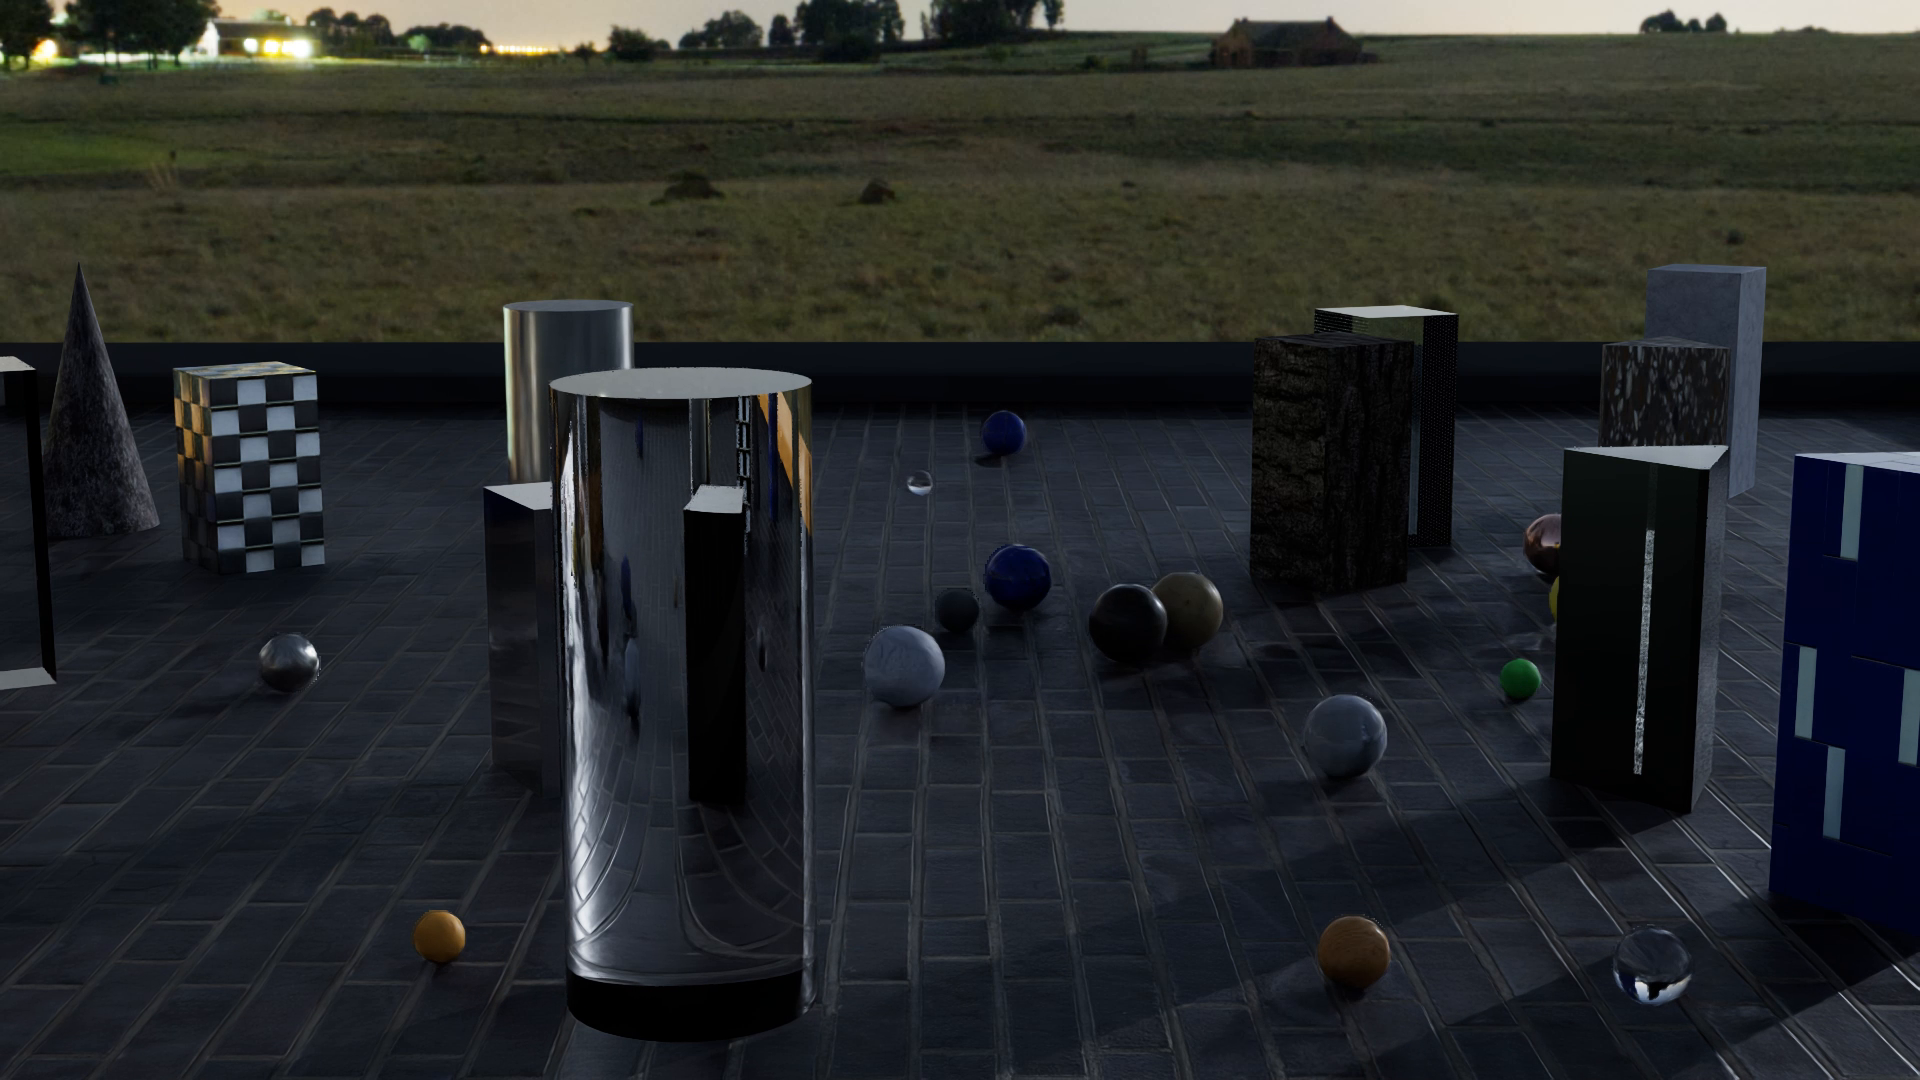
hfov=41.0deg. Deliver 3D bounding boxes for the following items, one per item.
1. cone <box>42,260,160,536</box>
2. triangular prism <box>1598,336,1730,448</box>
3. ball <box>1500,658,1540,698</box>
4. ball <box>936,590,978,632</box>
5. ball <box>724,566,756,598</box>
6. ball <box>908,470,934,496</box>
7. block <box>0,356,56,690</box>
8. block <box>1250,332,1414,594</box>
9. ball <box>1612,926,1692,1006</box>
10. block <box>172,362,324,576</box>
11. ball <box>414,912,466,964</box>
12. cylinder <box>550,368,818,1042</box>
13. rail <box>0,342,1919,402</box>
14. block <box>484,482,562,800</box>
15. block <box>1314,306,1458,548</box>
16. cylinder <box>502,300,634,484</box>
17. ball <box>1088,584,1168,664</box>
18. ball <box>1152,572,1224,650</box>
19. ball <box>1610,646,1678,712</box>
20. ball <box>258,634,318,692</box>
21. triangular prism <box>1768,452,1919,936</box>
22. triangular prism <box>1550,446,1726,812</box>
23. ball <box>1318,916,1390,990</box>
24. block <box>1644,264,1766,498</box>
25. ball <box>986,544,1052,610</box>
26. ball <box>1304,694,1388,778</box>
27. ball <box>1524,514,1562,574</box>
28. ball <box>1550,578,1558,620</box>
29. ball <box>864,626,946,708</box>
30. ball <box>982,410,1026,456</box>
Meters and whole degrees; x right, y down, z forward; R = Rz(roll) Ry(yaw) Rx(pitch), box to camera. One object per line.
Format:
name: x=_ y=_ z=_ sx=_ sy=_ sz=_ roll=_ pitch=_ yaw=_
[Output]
cone: x=-1.386 y=-0.232 z=4.073 sx=0.198 sy=0.425 sz=0.198 roll=0 pitch=10 yaw=0
triangular prism: x=1.017 y=-0.121 z=3.721 sx=0.172 sy=0.335 sz=0.149 roll=3 pitch=11 yaw=16
ball: x=0.652 y=0.162 z=2.986 sx=0.046 sy=0.046 sz=0.046 roll=0 pitch=10 yaw=0
ball: x=-0.003 y=0.092 z=3.336 sx=0.055 sy=0.055 sz=0.055 roll=0 pitch=10 yaw=0
ball: x=-0.305 y=0.058 z=3.557 sx=0.042 sy=0.042 sz=0.042 roll=0 pitch=10 yaw=0
ball: x=-0.068 y=-0.097 z=4.394 sx=0.044 sy=0.044 sz=0.044 roll=0 pitch=10 yaw=0
block: x=-1.185 y=-0.019 z=3.058 sx=0.159 sy=0.376 sz=0.159 roll=-6 pitch=12 yaw=-28
block: x=0.529 y=-0.114 z=3.658 sx=0.159 sy=0.344 sz=0.159 roll=-7 pitch=12 yaw=-32
ball: x=0.543 y=0.334 z=2.013 sx=0.061 sy=0.061 sz=0.061 roll=0 pitch=10 yaw=0
block: x=-1.051 y=-0.109 z=3.791 sx=0.159 sy=0.286 sz=0.159 roll=-7 pitch=13 yaw=-35
ball: x=-0.427 y=0.327 z=2.107 sx=0.042 sy=0.042 sz=0.042 roll=0 pitch=10 yaw=0
cylinder: x=-0.212 y=0.121 z=1.990 sx=0.198 sy=0.489 sz=0.198 roll=0 pitch=10 yaw=0
rail: x=-0.013 y=-0.364 z=5.596 sx=4.308 sy=0.129 sz=0.045 roll=0 pitch=10 yaw=0
block: x=-0.388 y=0.096 z=2.658 sx=0.159 sy=0.295 sz=0.159 roll=-6 pitch=12 yaw=-28
block: x=0.652 y=-0.175 z=3.960 sx=0.159 sy=0.355 sz=0.159 roll=-4 pitch=11 yaw=-22
cylinder: x=-0.599 y=-0.180 z=3.956 sx=0.198 sy=0.365 sz=0.198 roll=0 pitch=10 yaw=0
ball: x=0.208 y=0.103 z=3.162 sx=0.098 sy=0.098 sz=0.098 roll=0 pitch=10 yaw=0
ball: x=0.283 y=0.089 z=3.235 sx=0.099 sy=0.099 sz=0.099 roll=0 pitch=10 yaw=0
ball: x=0.780 y=0.159 z=2.926 sx=0.075 sy=0.075 sz=0.075 roll=0 pitch=10 yaw=0
ball: x=-0.790 y=0.144 z=3.018 sx=0.069 sy=0.069 sz=0.069 roll=0 pitch=10 yaw=0
triangular prism: x=0.835 y=0.124 z=2.237 sx=0.149 sy=0.393 sz=0.172 roll=-7 pitch=13 yaw=-35
triangular prism: x=0.724 y=0.080 z=2.611 sx=0.149 sy=0.343 sz=0.172 roll=-8 pitch=13 yaw=-36
ball: x=0.314 y=0.329 z=2.048 sx=0.058 sy=0.058 sz=0.058 roll=0 pitch=10 yaw=0
block: x=1.283 y=-0.278 z=4.438 sx=0.159 sy=0.383 sz=0.159 roll=7 pitch=12 yaw=32
ball: x=0.079 y=0.051 z=3.467 sx=0.089 sy=0.089 sz=0.089 roll=0 pitch=10 yaw=0
ball: x=0.399 y=0.203 z=2.655 sx=0.086 sy=0.086 sz=0.086 roll=0 pitch=10 yaw=0
ball: x=0.862 y=0.006 z=3.712 sx=0.089 sy=0.089 sz=0.089 roll=0 pitch=10 yaw=0
ball: x=0.808 y=0.078 z=3.297 sx=0.099 sy=0.099 sz=0.099 roll=0 pitch=10 yaw=0
ball: x=-0.064 y=0.145 z=2.945 sx=0.093 sy=0.093 sz=0.093 roll=0 pitch=10 yaw=0
ball: x=0.083 y=-0.202 z=4.849 sx=0.084 sy=0.084 sz=0.084 roll=0 pitch=10 yaw=0
